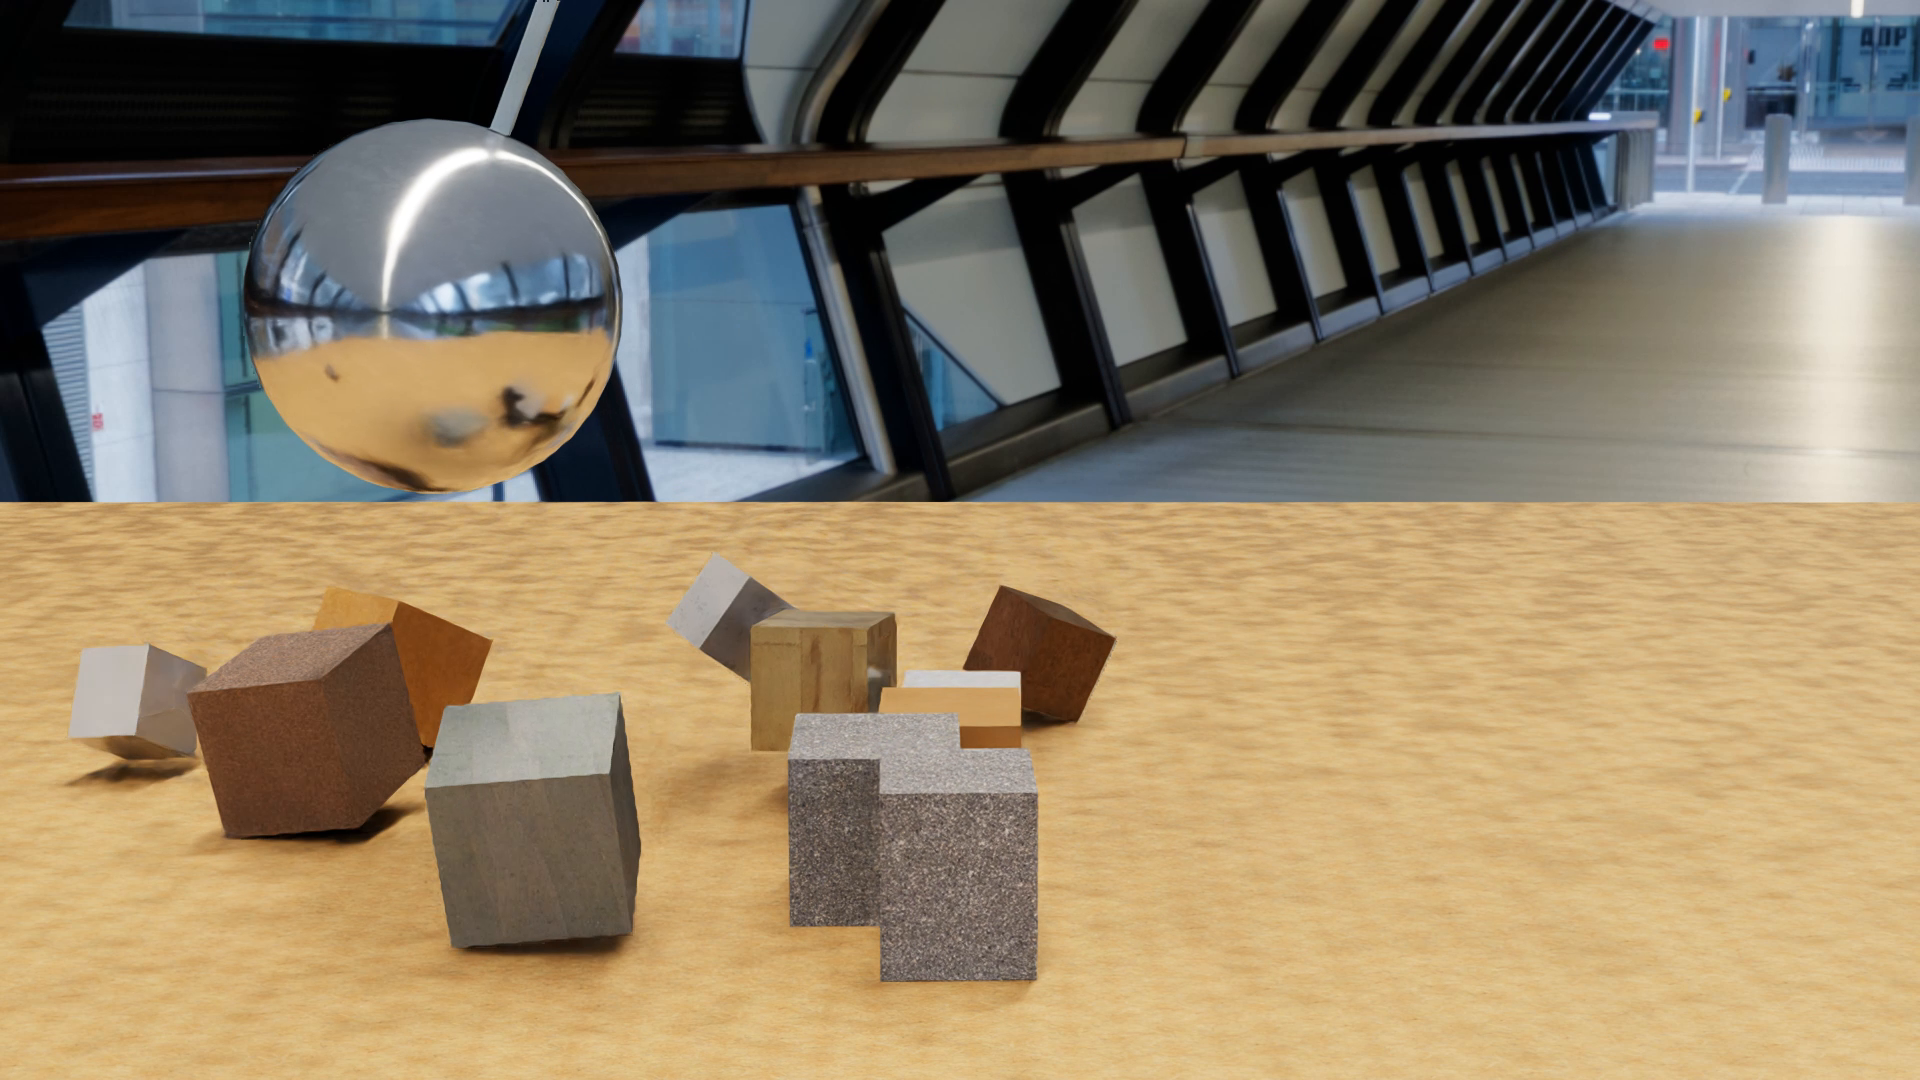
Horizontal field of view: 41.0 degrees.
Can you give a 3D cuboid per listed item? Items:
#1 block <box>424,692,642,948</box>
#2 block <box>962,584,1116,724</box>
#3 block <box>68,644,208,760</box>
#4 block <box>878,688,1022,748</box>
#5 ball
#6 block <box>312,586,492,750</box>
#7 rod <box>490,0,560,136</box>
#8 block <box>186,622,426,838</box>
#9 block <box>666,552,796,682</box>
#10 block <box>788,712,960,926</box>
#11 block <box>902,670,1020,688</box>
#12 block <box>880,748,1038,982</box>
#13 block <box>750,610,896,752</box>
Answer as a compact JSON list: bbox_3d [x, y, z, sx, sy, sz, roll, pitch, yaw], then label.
[{"bbox_3d":[-1.719,1.132,10.432,0.722,0.749,0.650,-4,26,-1],"label":"block"},{"bbox_3d":[0.432,0.624,14.042,0.497,0.515,0.490,19,9,-39],"label":"block"},{"bbox_3d":[-4.170,0.829,13.027,0.417,0.466,0.464,-5,-20,22],"label":"block"},{"bbox_3d":[-0.047,1.081,11.804,0.645,0.650,0.736,0,10,1],"label":"block"},{"bbox_3d":[-2.248,-0.997,10.999,1.600,1.600,1.600,0,10,0],"label":"ball"},{"bbox_3d":[-2.969,0.682,13.372,0.589,0.636,0.671,9,-14,39],"label":"block"},{"bbox_3d":[-0.974,-4.099,10.435,0.080,5.200,0.080,22,10,-4],"label":"rod"},{"bbox_3d":[-3.066,0.891,12.096,0.683,0.729,0.767,-6,16,14],"label":"block"},{"bbox_3d":[-1.136,0.405,13.020,0.430,0.441,0.373,37,-4,-38],"label":"block"},{"bbox_3d":[-0.358,1.188,11.016,0.715,0.721,0.769,0,10,-1],"label":"block"},{"bbox_3d":[0.009,0.991,12.487,0.569,0.583,0.625,0,10,1],"label":"block"},{"bbox_3d":[-0.013,1.295,10.311,0.615,0.763,0.668,0,10,-1],"label":"block"},{"bbox_3d":[-0.657,0.683,12.502,0.571,0.599,0.640,1,6,11],"label":"block"}]
